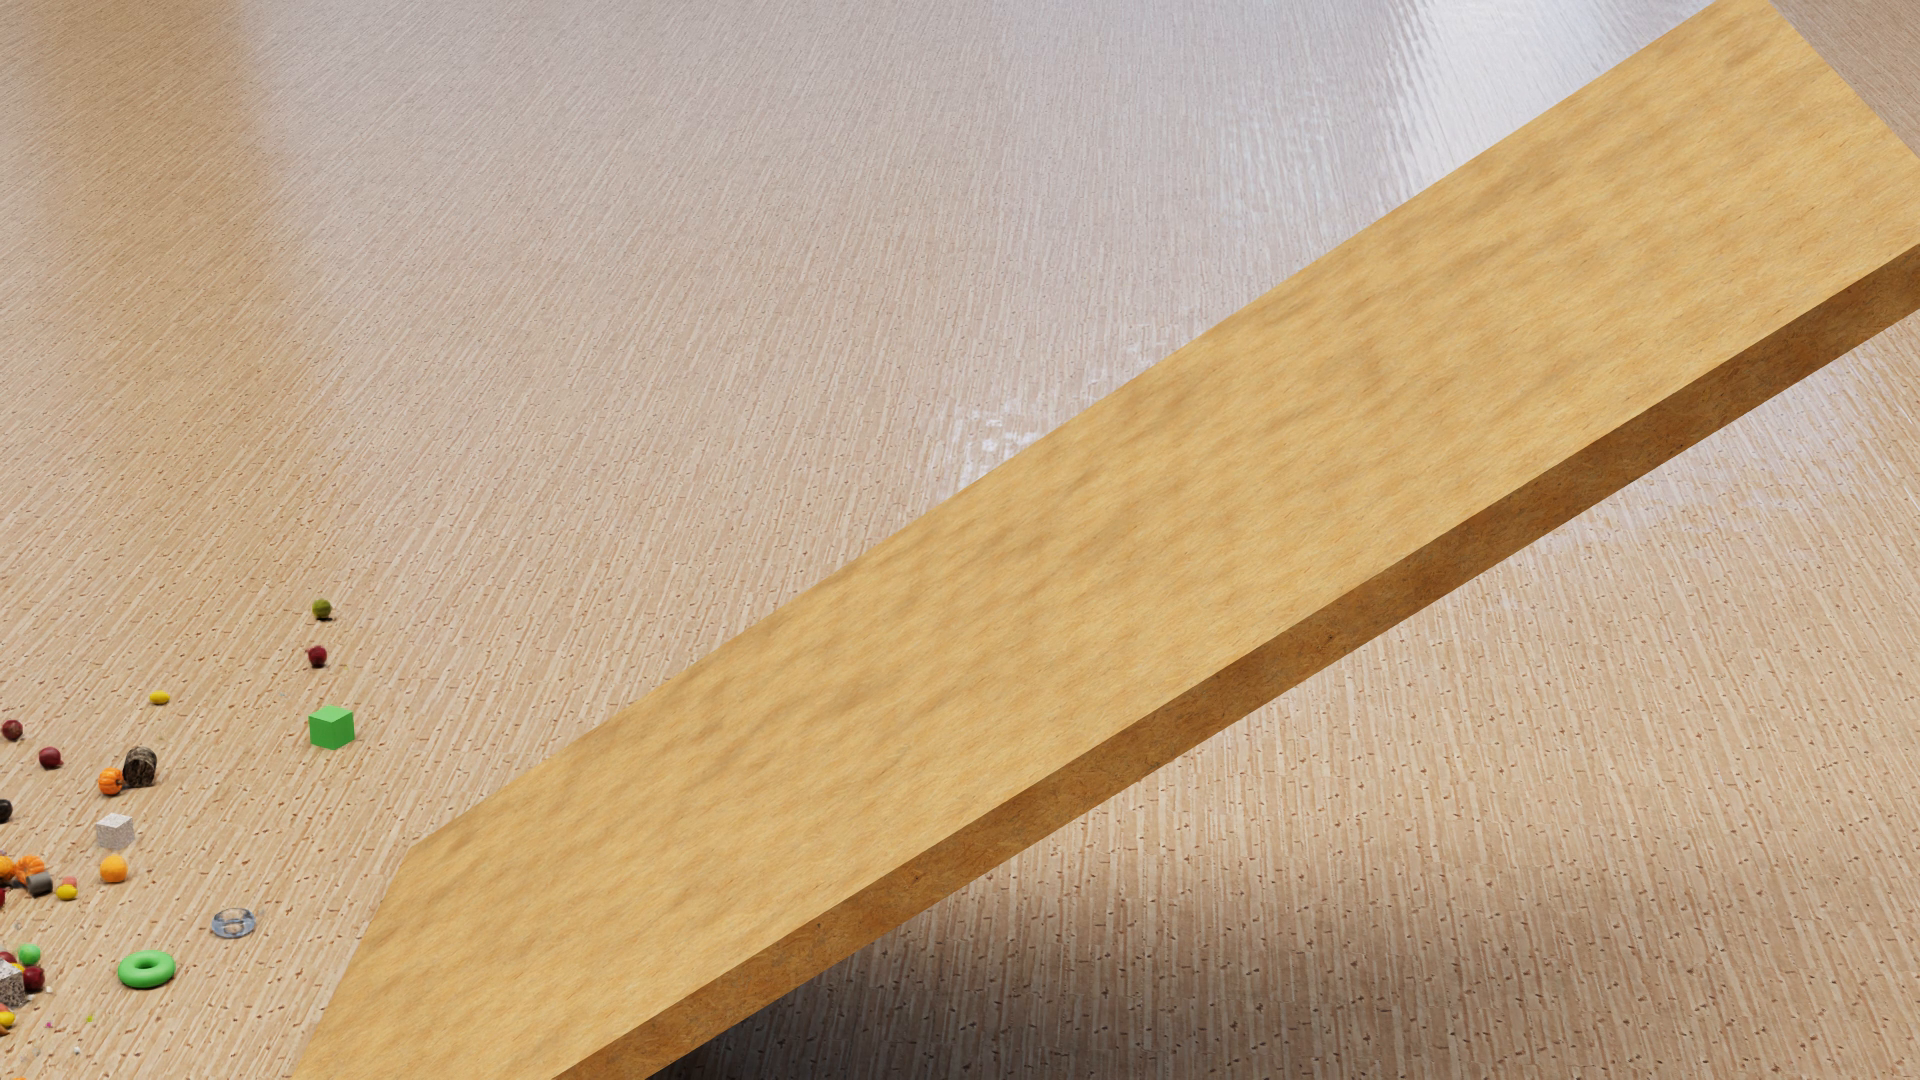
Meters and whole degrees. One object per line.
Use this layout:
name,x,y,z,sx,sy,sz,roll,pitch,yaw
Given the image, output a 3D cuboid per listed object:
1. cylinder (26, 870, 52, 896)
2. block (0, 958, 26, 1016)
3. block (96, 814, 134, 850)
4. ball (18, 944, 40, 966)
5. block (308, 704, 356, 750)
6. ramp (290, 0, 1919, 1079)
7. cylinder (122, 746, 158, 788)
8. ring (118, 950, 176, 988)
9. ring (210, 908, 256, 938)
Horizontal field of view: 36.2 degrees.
cylinder,-2.406,0.897,7.687,0.052,0.052,0.052,-14,26,-32
block,-2.341,1.089,7.146,0.094,0.094,0.094,18,28,38
block,-2.281,0.788,7.942,0.069,0.069,0.069,9,23,21
ball,-2.322,1.034,7.340,0.054,0.054,0.054,0,22,0
block,-1.822,0.544,8.530,0.089,0.089,0.089,12,25,29
ramp,0.134,0.175,6.309,4.000,0.100,2.000,-33,16,15
cylinder,-2.311,0.640,8.290,0.087,0.087,0.087,-4,23,-9
ring,-2.013,1.062,7.281,0.140,0.047,0.140,1,22,0
ring,-1.855,0.977,7.509,0.113,0.038,0.113,1,23,0
